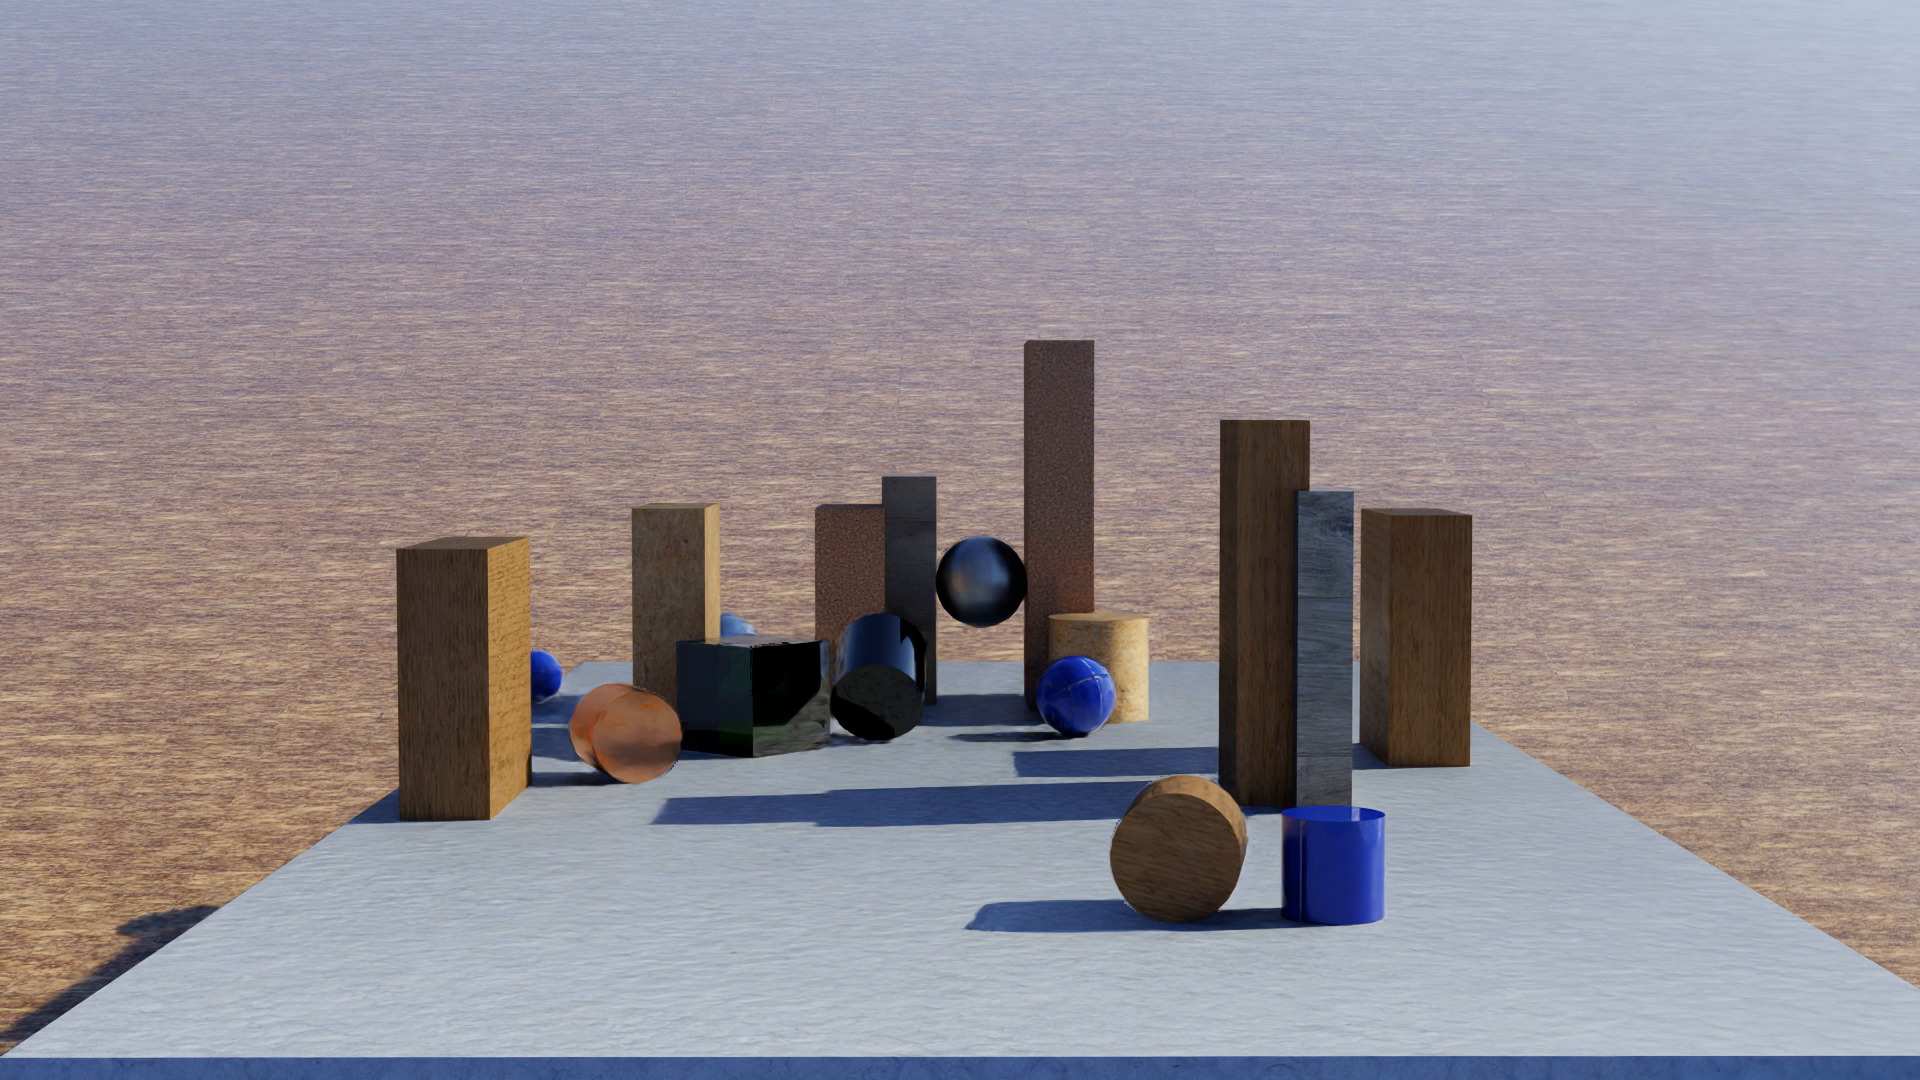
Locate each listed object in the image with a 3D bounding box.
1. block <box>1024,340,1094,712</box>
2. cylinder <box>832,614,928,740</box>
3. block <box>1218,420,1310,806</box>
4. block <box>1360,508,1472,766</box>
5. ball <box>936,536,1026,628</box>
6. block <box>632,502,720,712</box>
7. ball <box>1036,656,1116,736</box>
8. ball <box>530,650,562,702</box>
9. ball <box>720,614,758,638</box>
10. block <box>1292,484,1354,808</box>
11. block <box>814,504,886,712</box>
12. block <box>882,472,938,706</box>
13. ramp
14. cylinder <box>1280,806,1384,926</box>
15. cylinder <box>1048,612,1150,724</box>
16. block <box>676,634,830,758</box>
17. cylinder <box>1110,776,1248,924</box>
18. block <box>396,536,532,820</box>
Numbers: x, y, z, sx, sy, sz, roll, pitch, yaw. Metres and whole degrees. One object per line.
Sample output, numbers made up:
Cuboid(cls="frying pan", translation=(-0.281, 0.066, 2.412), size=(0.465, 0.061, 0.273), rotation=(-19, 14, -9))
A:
Cuboid(cls="block", translation=(0.213, -0.037, 5.598), size=(0.139, 0.784, 0.350), rotation=(0, 3, 0))
Cuboid(cls="cylinder", translation=(-0.155, 0.266, 4.990), size=(0.178, 0.178, 0.178), rotation=(1, 31, 2))
Cuboid(cls="block", translation=(0.500, 0.112, 4.252), size=(0.115, 0.620, 0.274), rotation=(0, 3, 0))
Cuboid(cls="block", translation=(0.838, 0.172, 4.748), size=(0.146, 0.450, 0.331), rotation=(0, 3, 0))
Cuboid(cls="ball", translation=(0.045, 0.090, 5.529), size=(0.197, 0.197, 0.197), rotation=(0, 22, 0))
Cuboid(cls="block", translation=(-0.554, 0.158, 5.041), size=(0.138, 0.451, 0.310), rotation=(0, 3, 0))
Cuboid(cls="ball", translation=(0.227, 0.305, 5.042), size=(0.157, 0.157, 0.157), rotation=(0, 22, 0))
Cuboid(cls="ball", translation=(-0.928, 0.298, 5.635), size=(0.113, 0.113, 0.113), rotation=(0, 22, 0))
Cuboid(cls="ball", translation=(-0.535, 0.256, 5.834), size=(0.176, 0.176, 0.176), rotation=(0, 22, 0))
Cuboid(cls="block", translation=(0.577, 0.168, 4.257), size=(0.087, 0.509, 0.387), rotation=(0, 3, 0))
Cuboid(cls="block", translation=(-0.232, 0.143, 5.551), size=(0.146, 0.430, 0.278), rotation=(0, 3, 0))
Cuboid(cls="block", translation=(-0.110, 0.102, 5.718), size=(0.117, 0.495, 0.340), rotation=(0, 3, 0))
Cuboid(cls="ramp", translation=(0.051, 0.459, 4.533), size=(2.000, 0.100, 4.000), rotation=(0, 3, 0))
Cuboid(cls="cylinder", translation=(0.469, 0.408, 3.237), size=(0.129, 0.129, 0.129), rotation=(0, 3, 0))
Cuboid(cls="cylinder", translation=(0.288, 0.264, 5.334), size=(0.209, 0.209, 0.209), rotation=(0, 3, 0))
Cuboid(cls="block", translation=(-0.389, 0.291, 4.846), size=(0.204, 0.204, 0.204), rotation=(2, 4, 41))
Cuboid(cls="cylinder", translation=(0.280, 0.391, 3.264), size=(0.162, 0.162, 0.162), rotation=(4, 3, 9))
Cuboid(cls="block", translation=(-0.802, 0.215, 4.185), size=(0.141, 0.422, 0.392), rotation=(0, 3, 0))
